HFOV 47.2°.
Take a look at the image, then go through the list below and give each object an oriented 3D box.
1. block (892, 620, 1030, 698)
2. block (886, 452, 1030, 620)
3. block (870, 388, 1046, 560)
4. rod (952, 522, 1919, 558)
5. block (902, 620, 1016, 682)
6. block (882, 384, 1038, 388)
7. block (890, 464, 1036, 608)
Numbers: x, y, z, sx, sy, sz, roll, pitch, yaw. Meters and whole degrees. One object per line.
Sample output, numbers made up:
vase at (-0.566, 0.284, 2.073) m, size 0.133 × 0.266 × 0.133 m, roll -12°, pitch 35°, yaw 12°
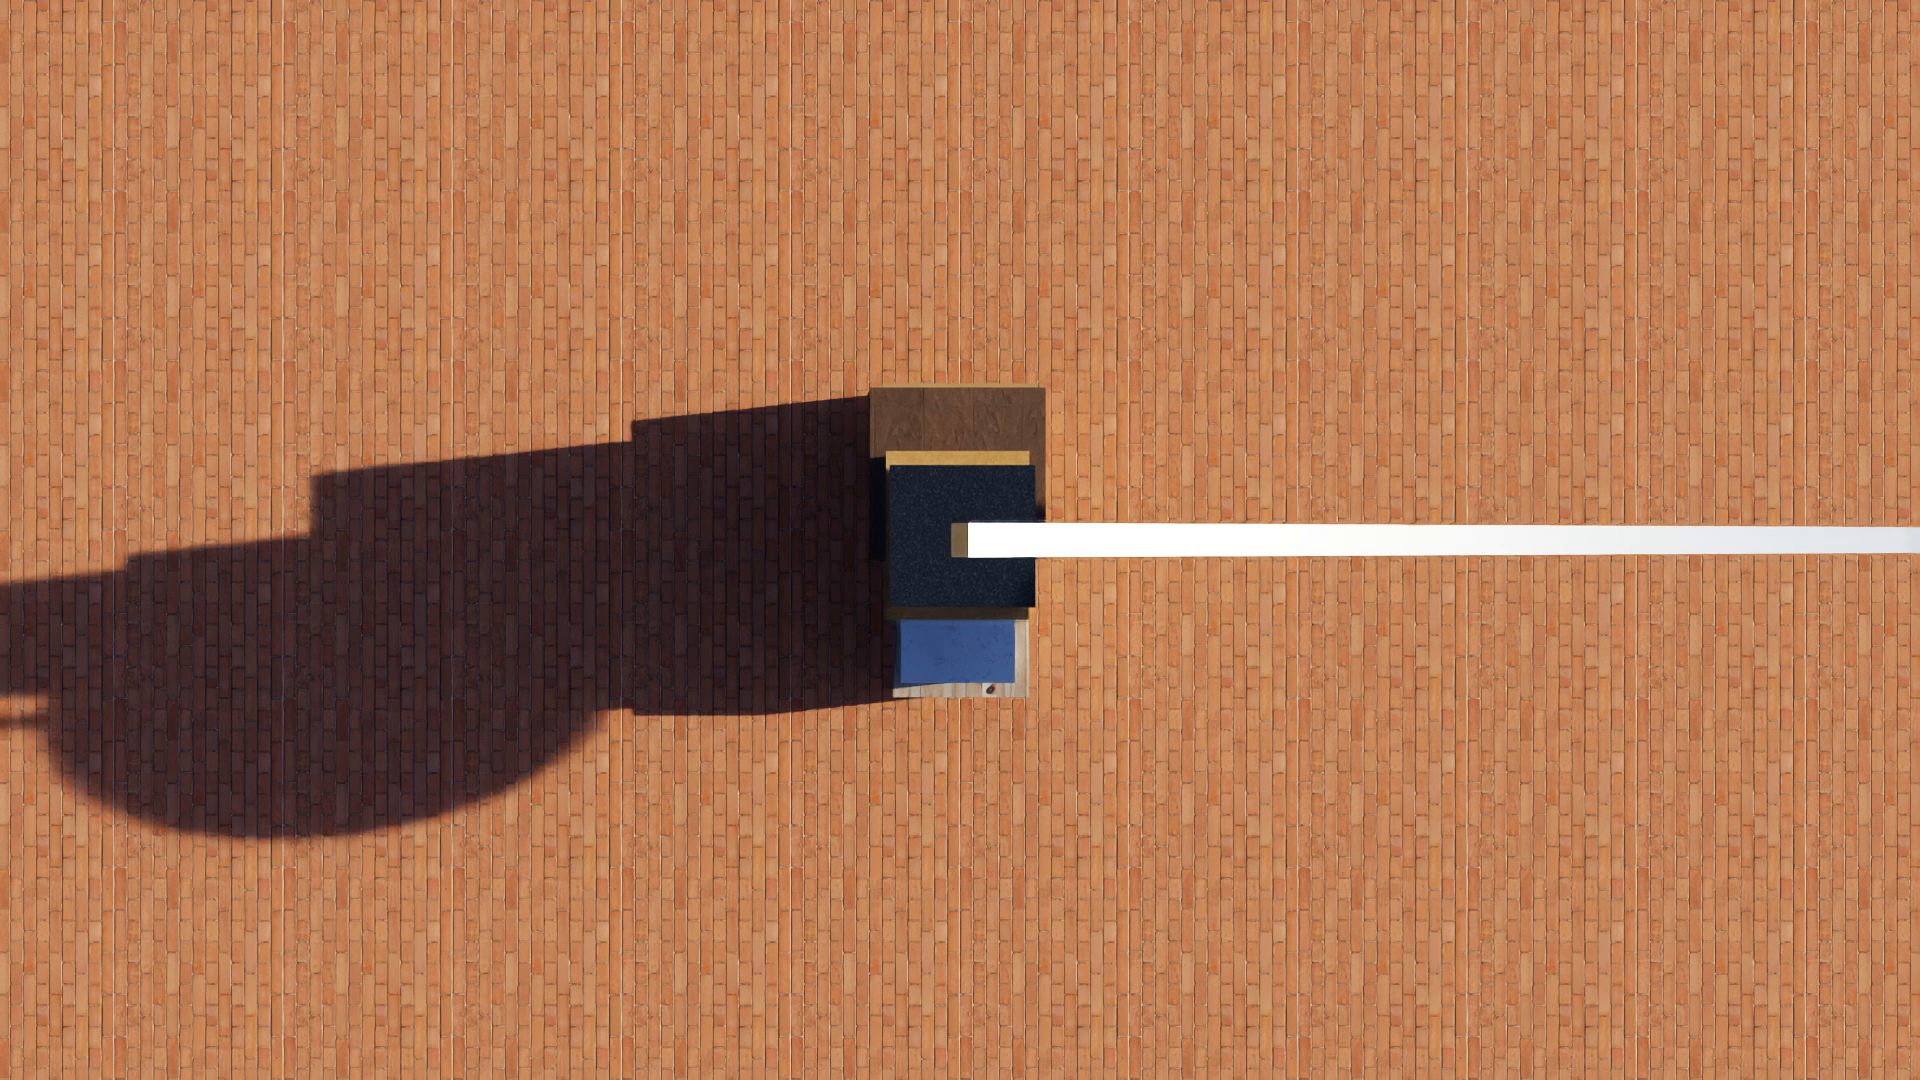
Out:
block at (0.006, 0.456, 12.579) m, size 0.754 × 0.842 × 0.826 m, roll 0°, pitch 90°, yaw 0°
block at (-0.011, -0.023, 10.858) m, size 0.687 × 0.641 × 0.809 m, roll 0°, pitch 90°, yaw 0°
block at (-0.011, -0.330, 11.679) m, size 0.895 × 0.977 × 0.869 m, roll 0°, pitch 89°, yaw 0°
rod at (2.234, 0.000, 6.513) m, size 5.200 × 0.080 × 0.080 m, roll 0°, pitch 90°, yaw -31°
block at (-0.010, 0.439, 11.870) m, size 0.601 × 0.576 × 0.627 m, roll 0°, pitch 90°, yaw 0°
block at (0.000, -0.418, 12.593) m, size 0.861 × 0.814 × 0.902 m, roll 0°, pitch 90°, yaw 0°
block at (0.011, -0.019, 10.253) m, size 0.662 × 0.569 × 0.646 m, roll 0°, pitch 90°, yaw 0°
